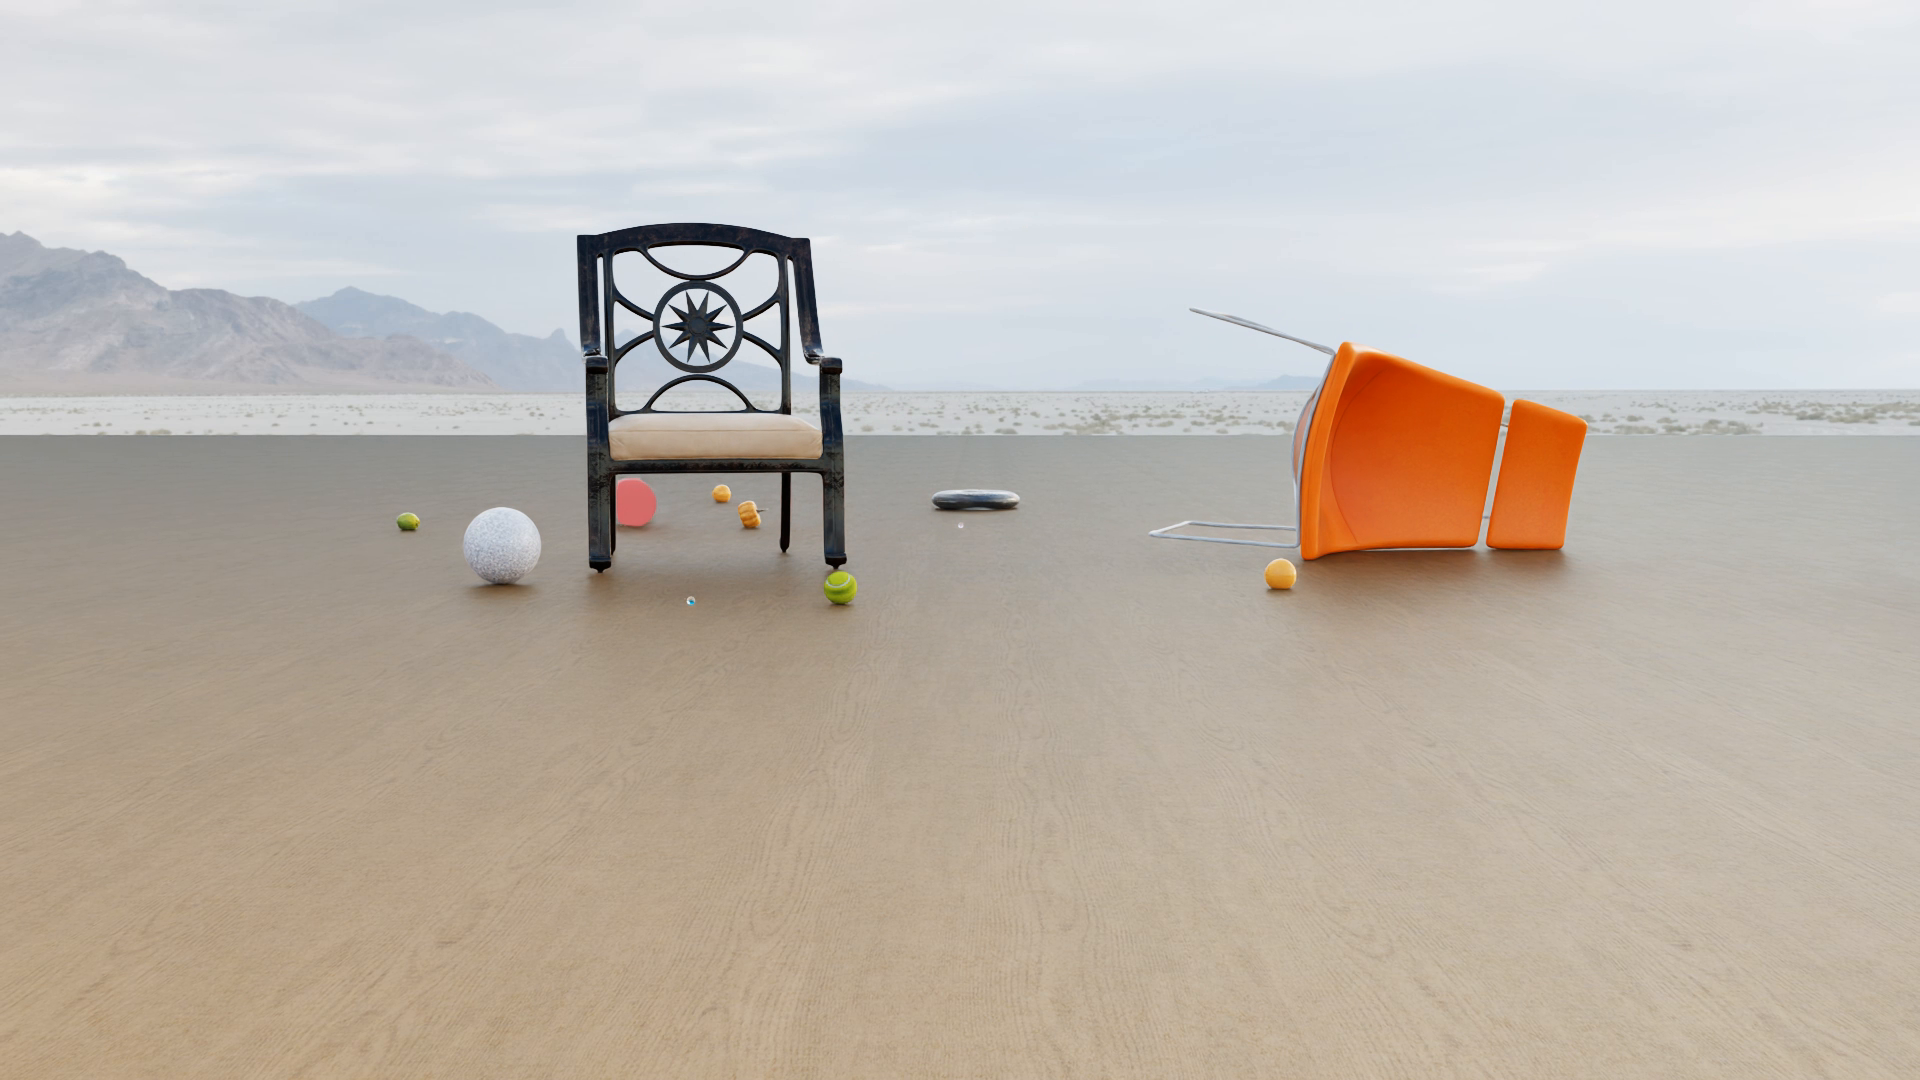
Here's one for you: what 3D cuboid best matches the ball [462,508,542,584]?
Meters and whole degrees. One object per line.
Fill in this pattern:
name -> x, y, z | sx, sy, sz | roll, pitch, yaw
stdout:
ball -> -1.055, 0.013, 5.067 | 0.177, 0.177, 0.177 | 0, 4, 0

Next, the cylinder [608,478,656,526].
cylinder -> -1.085, -0.126, 7.270 | 0.158, 0.152, 0.190 | 28, -1, -11

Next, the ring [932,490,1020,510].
ring -> 0.060, -0.153, 8.301 | 0.314, 0.066, 0.389 | 3, 4, 30
